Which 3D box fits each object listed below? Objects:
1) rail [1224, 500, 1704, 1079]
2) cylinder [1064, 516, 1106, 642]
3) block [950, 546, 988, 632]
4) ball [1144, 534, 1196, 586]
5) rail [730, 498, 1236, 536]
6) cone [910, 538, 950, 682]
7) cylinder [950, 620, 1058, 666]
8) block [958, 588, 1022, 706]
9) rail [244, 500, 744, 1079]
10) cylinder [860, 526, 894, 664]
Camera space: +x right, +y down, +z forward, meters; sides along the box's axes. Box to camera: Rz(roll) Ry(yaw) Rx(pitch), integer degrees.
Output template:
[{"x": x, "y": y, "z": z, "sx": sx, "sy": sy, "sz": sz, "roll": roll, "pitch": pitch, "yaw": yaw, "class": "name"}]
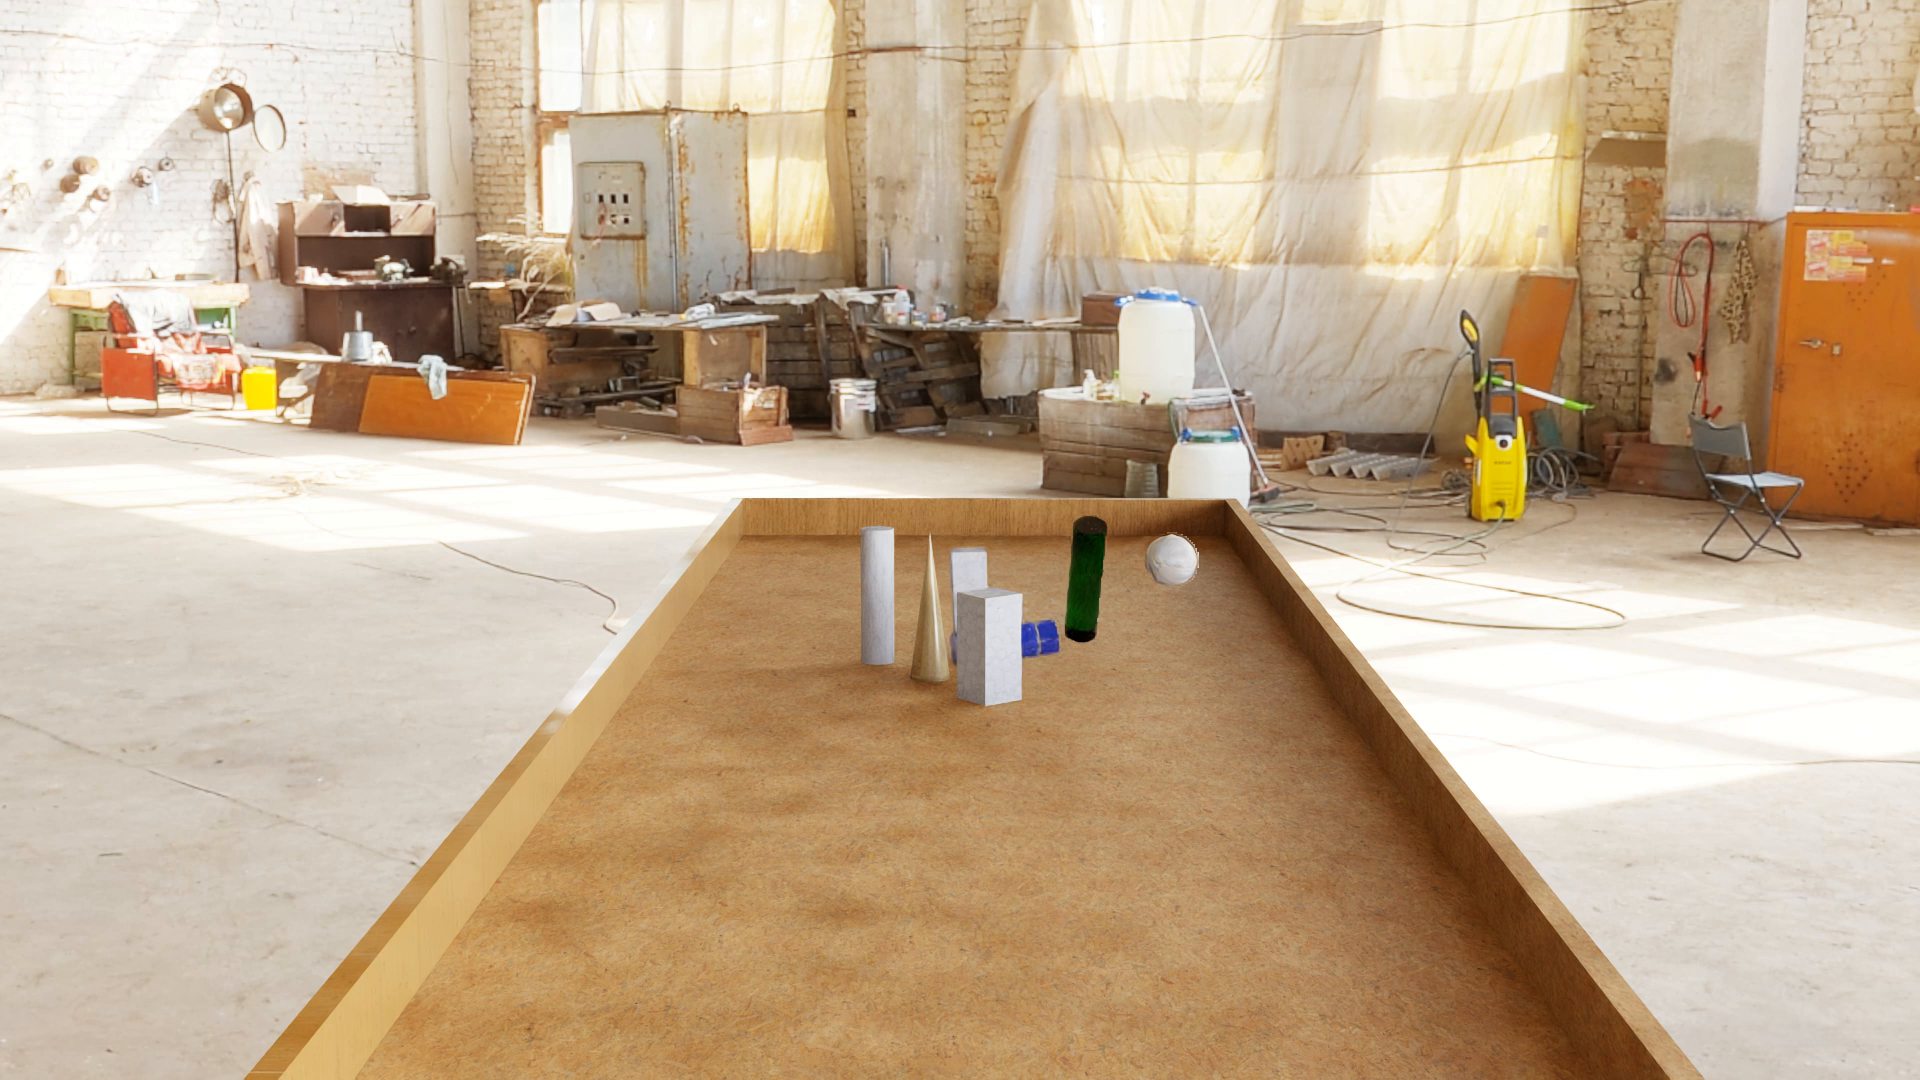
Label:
[{"x": 1.046, "y": 0.843, "z": 3.208, "sx": 0.050, "sy": 0.150, "sz": 12.000, "roll": 0, "pitch": 9, "yaw": 1, "class": "rail"}, {"x": 0.393, "y": 0.124, "z": 6.894, "sx": 0.103, "sy": 0.412, "sz": 0.103, "roll": 2, "pitch": 34, "yaw": -1, "class": "cylinder"}, {"x": 0.032, "y": 0.193, "z": 6.727, "sx": 0.104, "sy": 0.327, "sz": 0.104, "roll": -3, "pitch": 8, "yaw": -3, "class": "block"}, {"x": 0.658, "y": 0.065, "z": 6.864, "sx": 0.162, "sy": 0.162, "sz": 0.162, "roll": 0, "pitch": 9, "yaw": 0, "class": "ball"}, {"x": 0.099, "y": -0.098, "z": 9.147, "sx": 2.100, "sy": 0.150, "sz": 0.050, "roll": 0, "pitch": 9, "yaw": 1, "class": "rail"}, {"x": -0.087, "y": 0.191, "z": 6.423, "sx": 0.118, "sy": 0.433, "sz": 0.118, "roll": 0, "pitch": 9, "yaw": 0, "class": "cone"}, {"x": 0.133, "y": 0.310, "z": 6.628, "sx": 0.313, "sy": 0.103, "sz": 0.103, "roll": -7, "pitch": 10, "yaw": -11, "class": "cylinder"}, {"x": 0.083, "y": 0.297, "z": 6.167, "sx": 0.129, "sy": 0.303, "sz": 0.129, "roll": -7, "pitch": 11, "yaw": -37, "class": "block"}, {"x": -1.004, "y": 0.839, "z": 3.234, "sx": 0.050, "sy": 0.150, "sz": 12.000, "roll": 0, "pitch": 9, "yaw": 1, "class": "rail"}, {"x": -0.249, "y": 0.167, "z": 6.652, "sx": 0.101, "sy": 0.408, "sz": 0.101, "roll": 0, "pitch": 9, "yaw": 0, "class": "cylinder"}]
